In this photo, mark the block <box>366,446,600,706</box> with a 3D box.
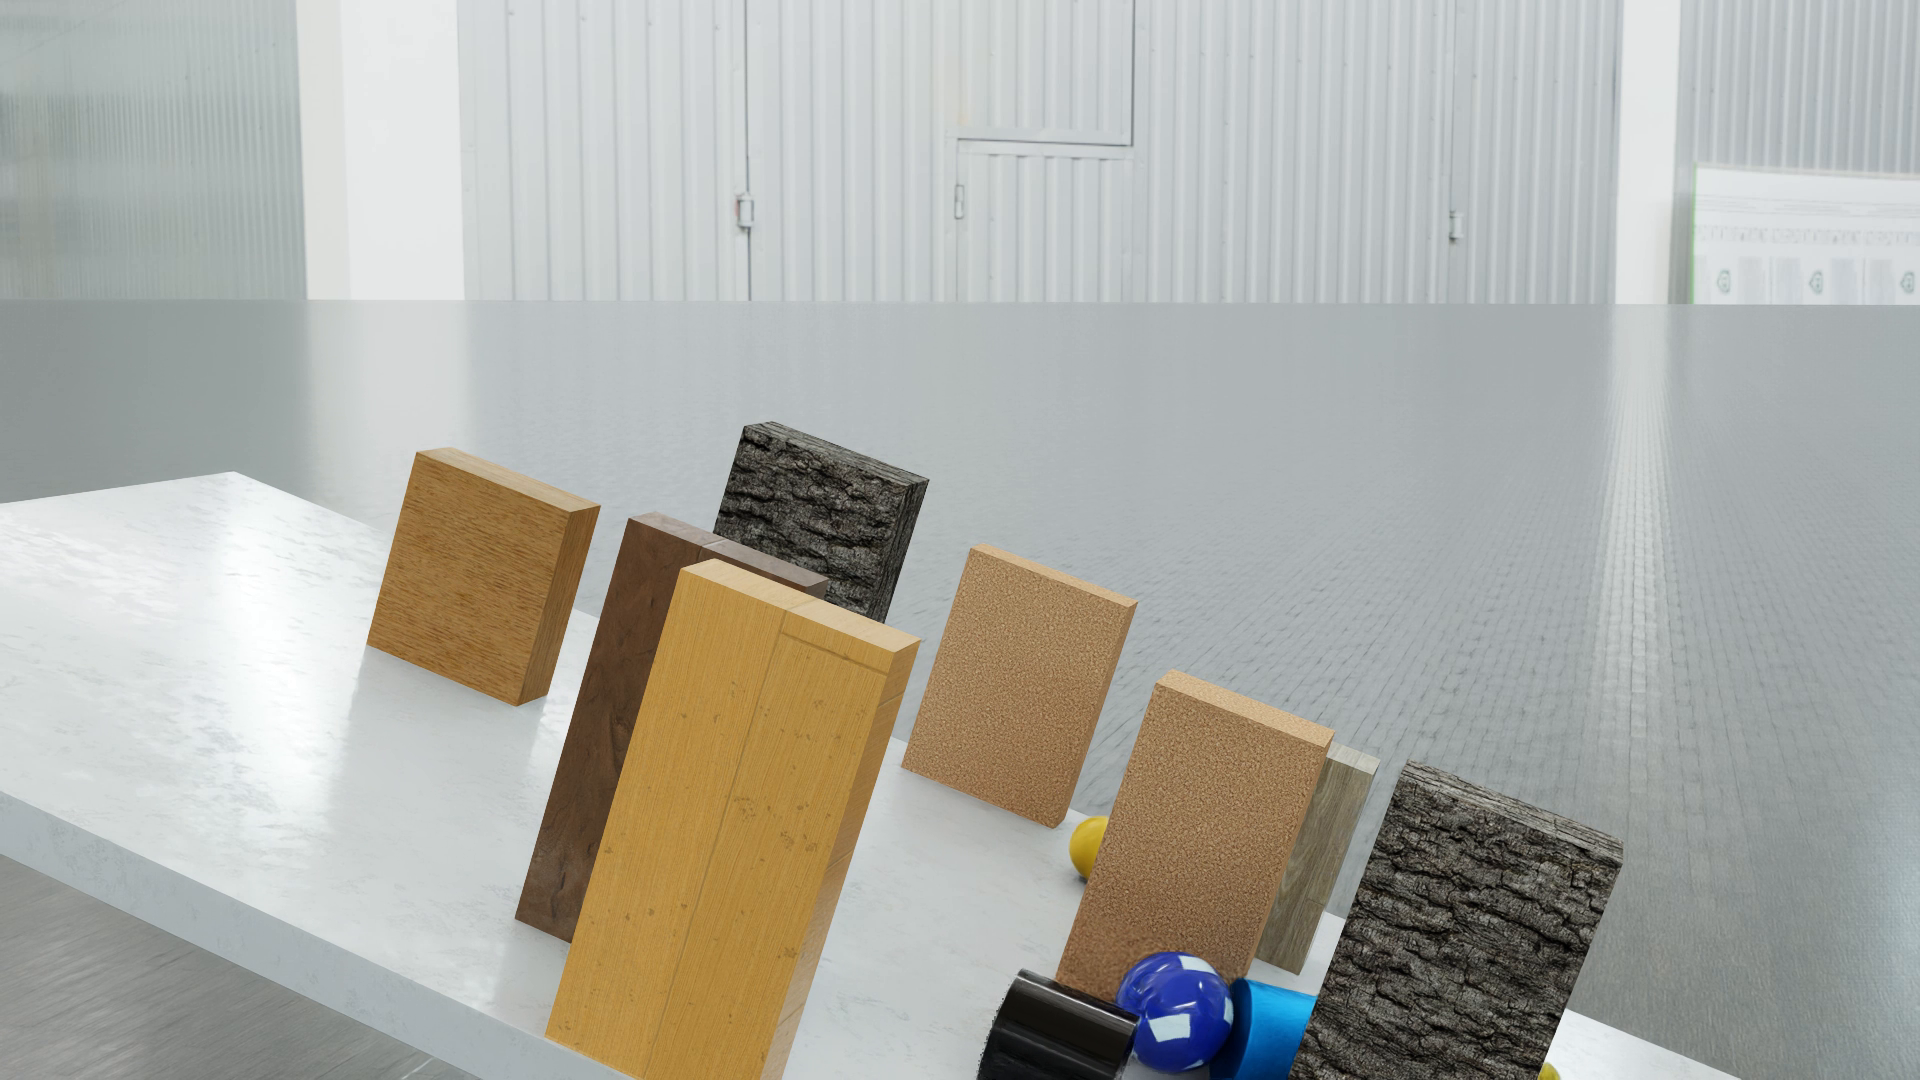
[{"bbox_3d":[-1.013,0.074,4.670,0.372,0.436,0.142,21,12,14],"label":"block"}]

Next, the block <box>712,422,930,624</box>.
[{"bbox_3d":[-0.344,0.212,4.127,0.328,0.798,0.140,21,12,14],"label":"block"}]

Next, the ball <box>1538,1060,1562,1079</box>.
[{"bbox_3d":[1.074,1.030,4.129,0.115,0.115,0.115,0,7,0],"label":"ball"}]

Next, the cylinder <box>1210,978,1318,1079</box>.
[{"bbox_3d":[0.564,0.886,3.847,0.195,0.195,0.195,16,4,-10],"label":"cylinder"}]

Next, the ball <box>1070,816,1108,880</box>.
[{"bbox_3d":[0.301,0.655,4.654,0.140,0.140,0.140,0,7,0],"label":"ball"}]

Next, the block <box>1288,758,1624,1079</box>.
[{"bbox_3d":[0.778,0.749,3.576,0.361,0.687,0.148,21,12,14],"label":"block"}]

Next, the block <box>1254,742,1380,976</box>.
[{"bbox_3d":[0.596,0.602,4.563,0.406,0.451,0.145,21,12,14],"label":"block"}]

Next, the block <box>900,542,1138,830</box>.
[{"bbox_3d":[0.131,0.326,4.944,0.379,0.535,0.099,21,12,14],"label":"block"}]

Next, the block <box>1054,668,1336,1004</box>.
[{"bbox_3d":[0.429,0.583,4.038,0.319,0.602,0.149,21,12,14],"label":"block"}]

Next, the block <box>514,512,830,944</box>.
[{"bbox_3d":[-0.472,0.343,3.565,0.316,0.707,0.102,21,12,14],"label":"block"}]

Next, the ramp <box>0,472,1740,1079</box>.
[{"bbox_3d":[-0.355,0.669,4.225,4.000,0.100,2.000,21,12,14],"label":"ramp"}]

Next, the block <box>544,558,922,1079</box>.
[{"bbox_3d":[-0.337,0.441,3.212,0.336,0.749,0.121,21,12,14],"label":"block"}]

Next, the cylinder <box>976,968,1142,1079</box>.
[{"bbox_3d":[0.159,0.822,3.529,0.204,0.204,0.204,20,11,12],"label":"cylinder"}]

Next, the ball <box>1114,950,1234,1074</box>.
[{"bbox_3d":[0.372,0.821,3.830,0.208,0.208,0.208,0,7,0],"label":"ball"}]
